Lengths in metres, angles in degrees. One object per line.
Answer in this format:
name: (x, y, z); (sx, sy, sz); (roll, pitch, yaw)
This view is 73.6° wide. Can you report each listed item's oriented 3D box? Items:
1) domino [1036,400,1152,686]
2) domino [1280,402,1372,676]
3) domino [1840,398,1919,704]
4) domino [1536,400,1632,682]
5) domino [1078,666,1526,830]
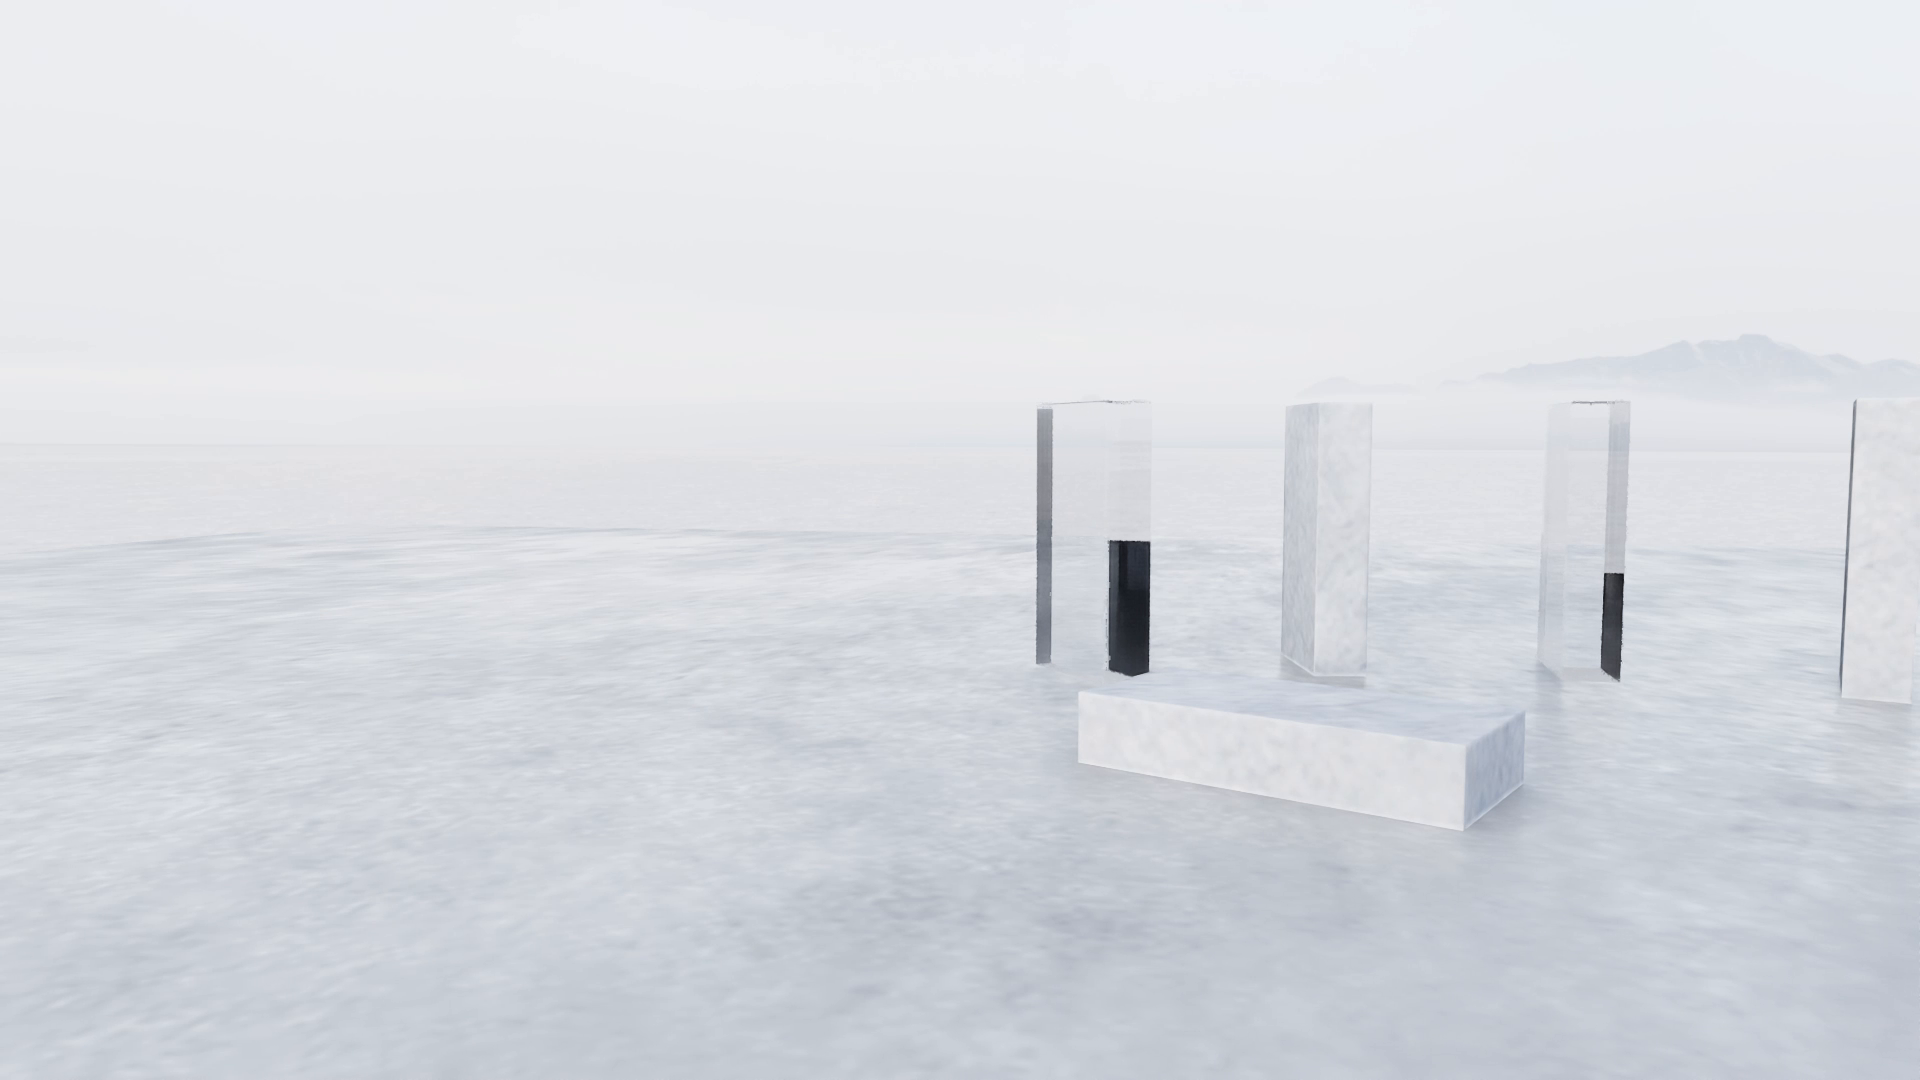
domino: (0.024, 0.000, 0.237); (0.010, 0.050, 0.025); (-2, 5, -25)
domino: (0.070, -0.001, 0.246); (0.009, 0.050, 0.025); (0, 4, 0)
domino: (0.159, 0.001, 0.221); (0.010, 0.050, 0.025); (3, 5, 33)
domino: (0.116, 0.000, 0.240); (0.010, 0.050, 0.025); (1, 4, 14)
domino: (0.043, 0.025, 0.166); (0.050, 0.009, 0.025); (3, 5, 38)
